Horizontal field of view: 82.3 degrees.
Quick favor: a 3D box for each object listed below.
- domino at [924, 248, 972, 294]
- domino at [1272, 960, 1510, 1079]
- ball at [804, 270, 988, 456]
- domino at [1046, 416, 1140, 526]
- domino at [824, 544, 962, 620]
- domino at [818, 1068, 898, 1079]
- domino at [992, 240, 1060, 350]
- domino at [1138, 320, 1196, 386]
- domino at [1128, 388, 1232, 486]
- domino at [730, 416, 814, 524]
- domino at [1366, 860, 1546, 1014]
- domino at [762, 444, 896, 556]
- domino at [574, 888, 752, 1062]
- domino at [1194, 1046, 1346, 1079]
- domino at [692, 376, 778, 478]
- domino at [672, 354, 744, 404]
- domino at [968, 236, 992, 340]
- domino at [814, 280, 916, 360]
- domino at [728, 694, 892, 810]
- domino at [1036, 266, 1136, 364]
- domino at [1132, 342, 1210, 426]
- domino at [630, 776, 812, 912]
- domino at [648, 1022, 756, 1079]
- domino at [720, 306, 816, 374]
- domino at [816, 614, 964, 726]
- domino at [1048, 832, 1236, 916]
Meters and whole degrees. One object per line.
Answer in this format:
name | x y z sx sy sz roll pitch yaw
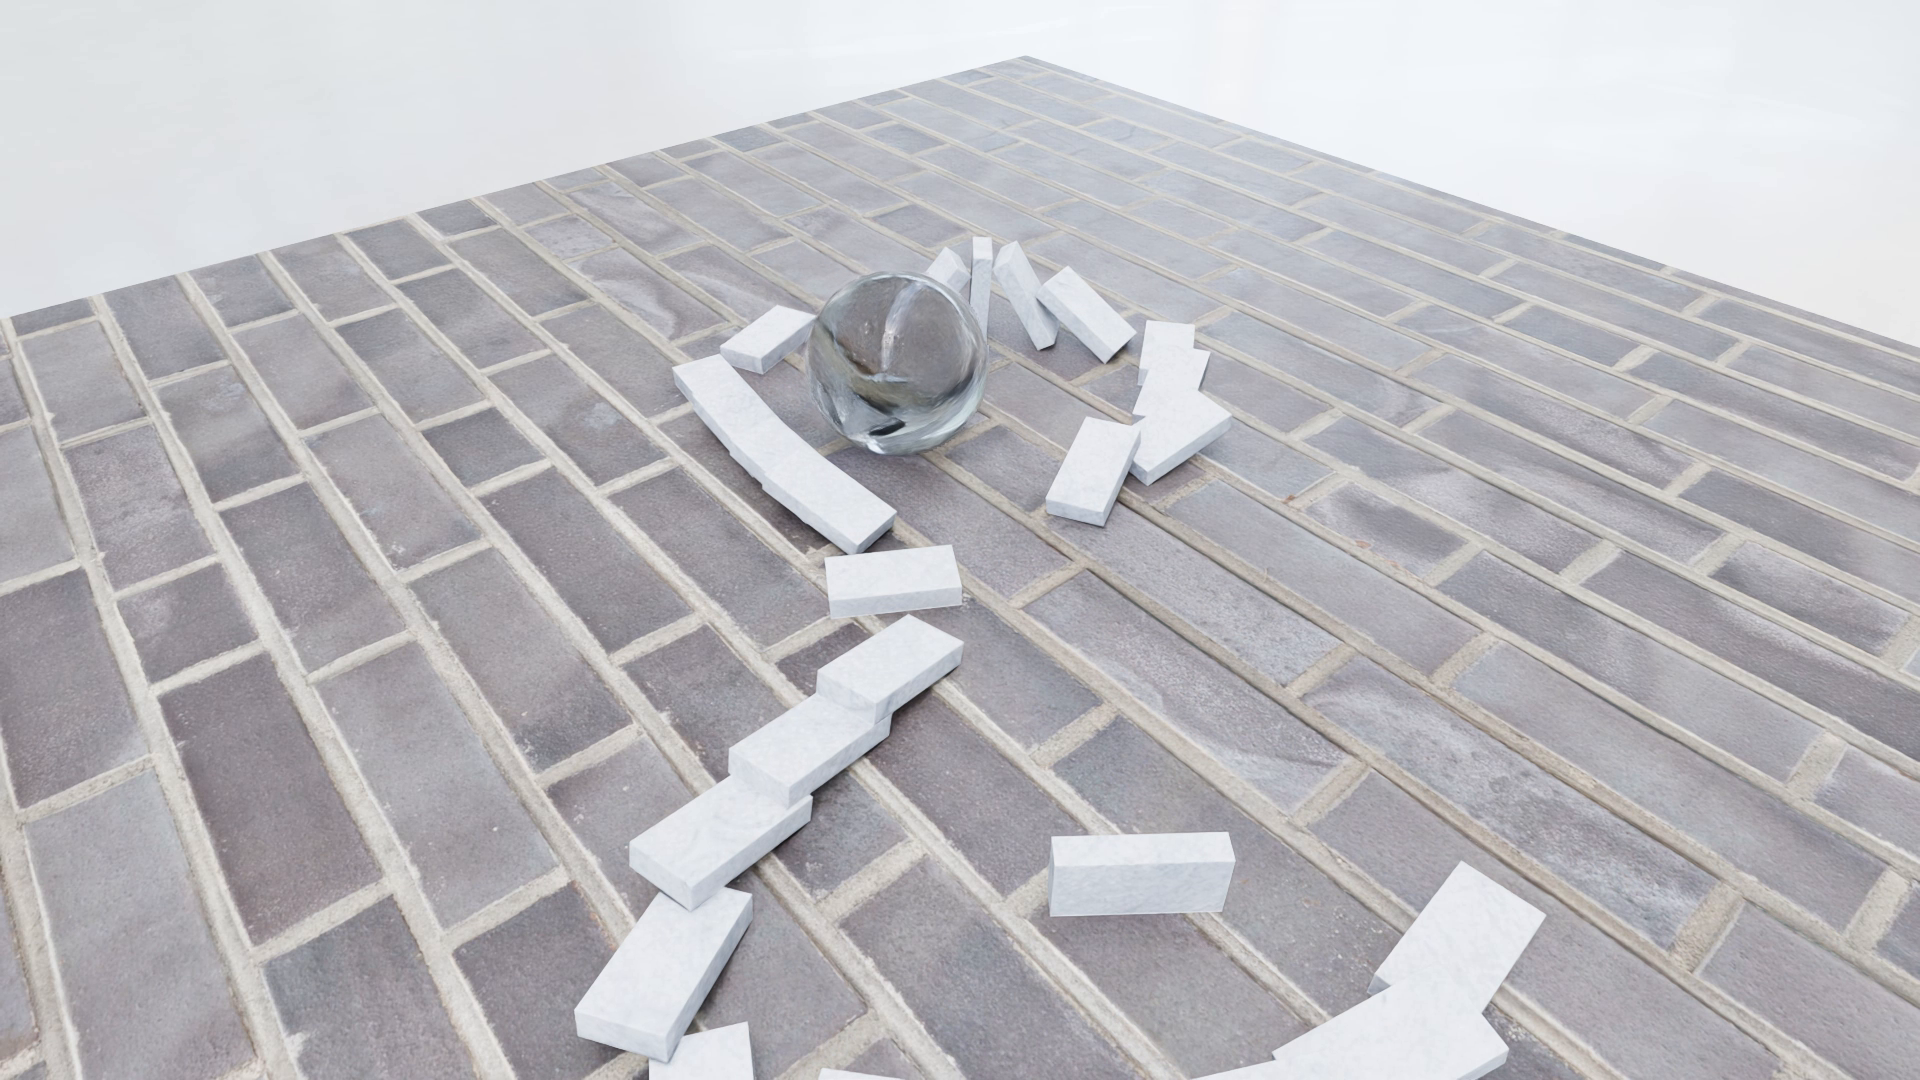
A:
domino | -0.016 -0.124 0.567 0.010 0.050 0.025 27 26 -34
domino | 0.107 0.130 0.276 0.050 0.009 0.025 -25 44 -7
ball | -0.028 -0.077 0.482 0.080 0.080 0.080 0 39 0
domino | 0.058 -0.030 0.470 0.025 0.010 0.050 15 55 20
domino | -0.026 0.016 0.424 0.050 0.010 0.025 -6 40 -7
domino | -0.013 0.143 0.260 0.050 0.010 0.025 -2 38 20
domino | 0.035 -0.126 0.567 0.010 0.050 0.025 -18 31 28
domino | 0.105 -0.094 0.559 0.025 0.010 0.050 7 40 9
domino | 0.094 -0.047 0.490 0.050 0.010 0.025 -33 53 -17
domino | -0.073 -0.031 0.472 0.050 0.010 0.025 40 53 21
domino | 0.138 0.114 0.304 0.050 0.009 0.025 -32 49 -33
domino | -0.054 -0.016 0.451 0.050 0.009 0.025 36 52 14
domino | -0.078 0.113 0.296 0.025 0.010 0.050 10 27 12
domino | 0.069 0.141 0.262 0.050 0.010 0.025 -15 40 4
domino | -0.097 -0.052 0.498 0.025 0.010 0.050 -28 60 -30
domino | -0.117 -0.072 0.531 0.025 0.009 0.050 -22 44 -24
domino | 0.010 -0.127 0.566 0.010 0.050 0.025 3 39 -2
domino | -0.049 -0.113 0.567 0.050 0.010 0.025 -27 41 4
domino | -0.048 0.065 0.355 0.025 0.009 0.050 24 32 27
domino | 0.065 -0.116 0.566 0.050 0.009 0.025 44 50 2
domino | 0.100 -0.072 0.522 0.025 0.010 0.050 14 55 16
domino | -0.070 0.087 0.328 0.025 0.009 0.050 24 31 27
domino | -0.061 0.145 0.266 0.025 0.010 0.050 -9 40 -11
domino | -0.099 -0.105 0.571 0.025 0.010 0.050 18 43 21
domino | -0.024 0.044 0.381 0.025 0.010 0.050 25 32 27
domino | 0.051 0.096 0.314 0.050 0.025 0.010 -1 39 -1
